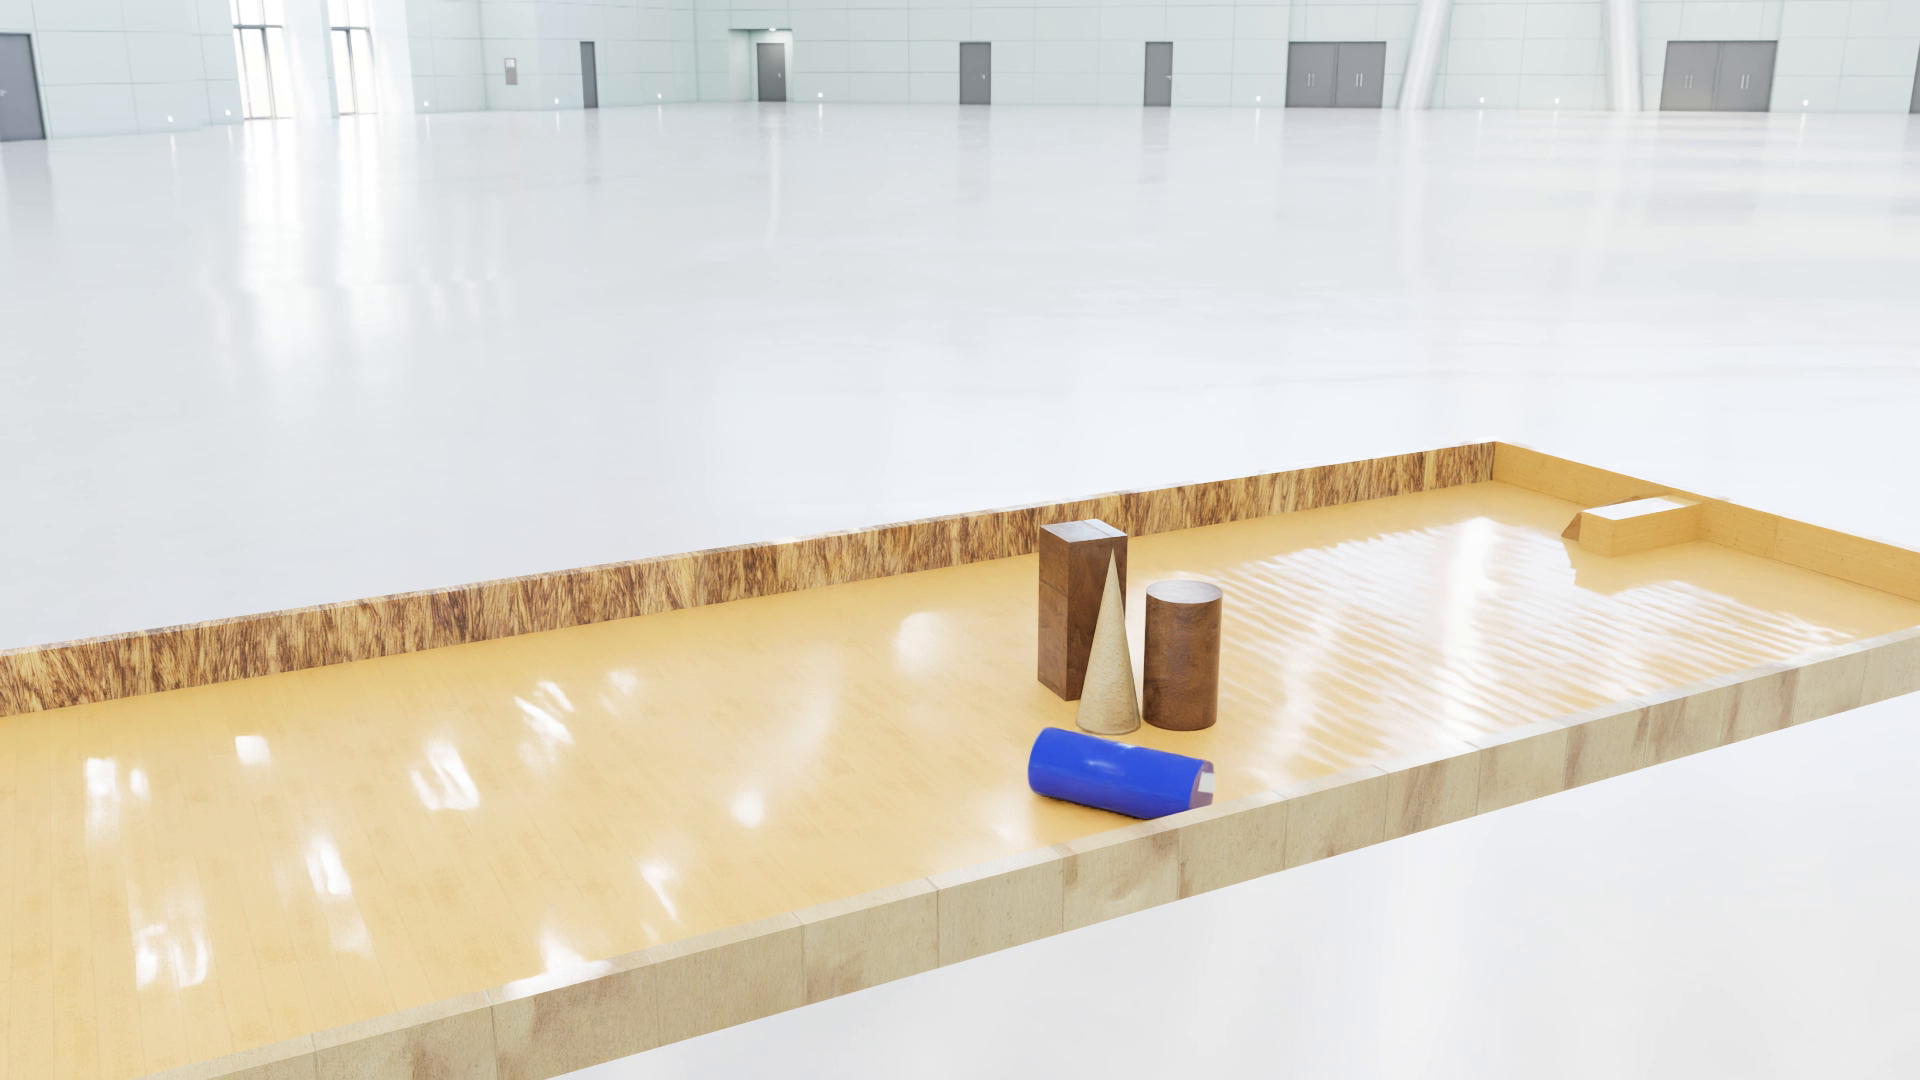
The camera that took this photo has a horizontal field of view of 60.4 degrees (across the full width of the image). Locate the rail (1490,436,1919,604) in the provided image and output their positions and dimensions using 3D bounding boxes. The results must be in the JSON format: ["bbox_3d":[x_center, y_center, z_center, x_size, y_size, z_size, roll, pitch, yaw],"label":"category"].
[{"bbox_3d":[2.466,-0.048,5.253,0.050,0.150,2.100,-9,18,-27],"label":"rail"}]

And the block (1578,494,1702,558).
[{"bbox_3d":[2.184,-0.046,5.291,0.413,0.124,0.124,-9,19,-28],"label":"block"}]

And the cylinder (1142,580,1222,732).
[{"bbox_3d":[0.522,0.270,3.879,0.178,0.314,0.178,0,16,0],"label":"cylinder"}]

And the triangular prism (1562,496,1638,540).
[{"bbox_3d":[2.134,-0.076,5.438,0.348,0.093,0.107,-13,21,-36],"label":"triangular prism"}]

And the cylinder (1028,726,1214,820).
[{"bbox_3d":[0.333,0.492,3.426,0.361,0.143,0.143,9,19,28],"label":"cylinder"}]

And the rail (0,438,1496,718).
[{"bbox_3d":[-3.305,0.497,3.399,12.000,0.150,0.050,-9,18,-27],"label":"rail"}]

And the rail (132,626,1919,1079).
[{"bbox_3d":[-2.336,1.006,1.665,12.000,0.150,0.050,-9,18,-27],"label":"rail"}]

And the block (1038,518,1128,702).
[{"bbox_3d":[0.299,0.170,4.057,0.159,0.404,0.159,-7,18,-22],"label":"block"}]

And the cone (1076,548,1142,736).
[{"bbox_3d":[0.349,0.224,3.825,0.154,0.433,0.154,0,16,0],"label":"cone"}]
